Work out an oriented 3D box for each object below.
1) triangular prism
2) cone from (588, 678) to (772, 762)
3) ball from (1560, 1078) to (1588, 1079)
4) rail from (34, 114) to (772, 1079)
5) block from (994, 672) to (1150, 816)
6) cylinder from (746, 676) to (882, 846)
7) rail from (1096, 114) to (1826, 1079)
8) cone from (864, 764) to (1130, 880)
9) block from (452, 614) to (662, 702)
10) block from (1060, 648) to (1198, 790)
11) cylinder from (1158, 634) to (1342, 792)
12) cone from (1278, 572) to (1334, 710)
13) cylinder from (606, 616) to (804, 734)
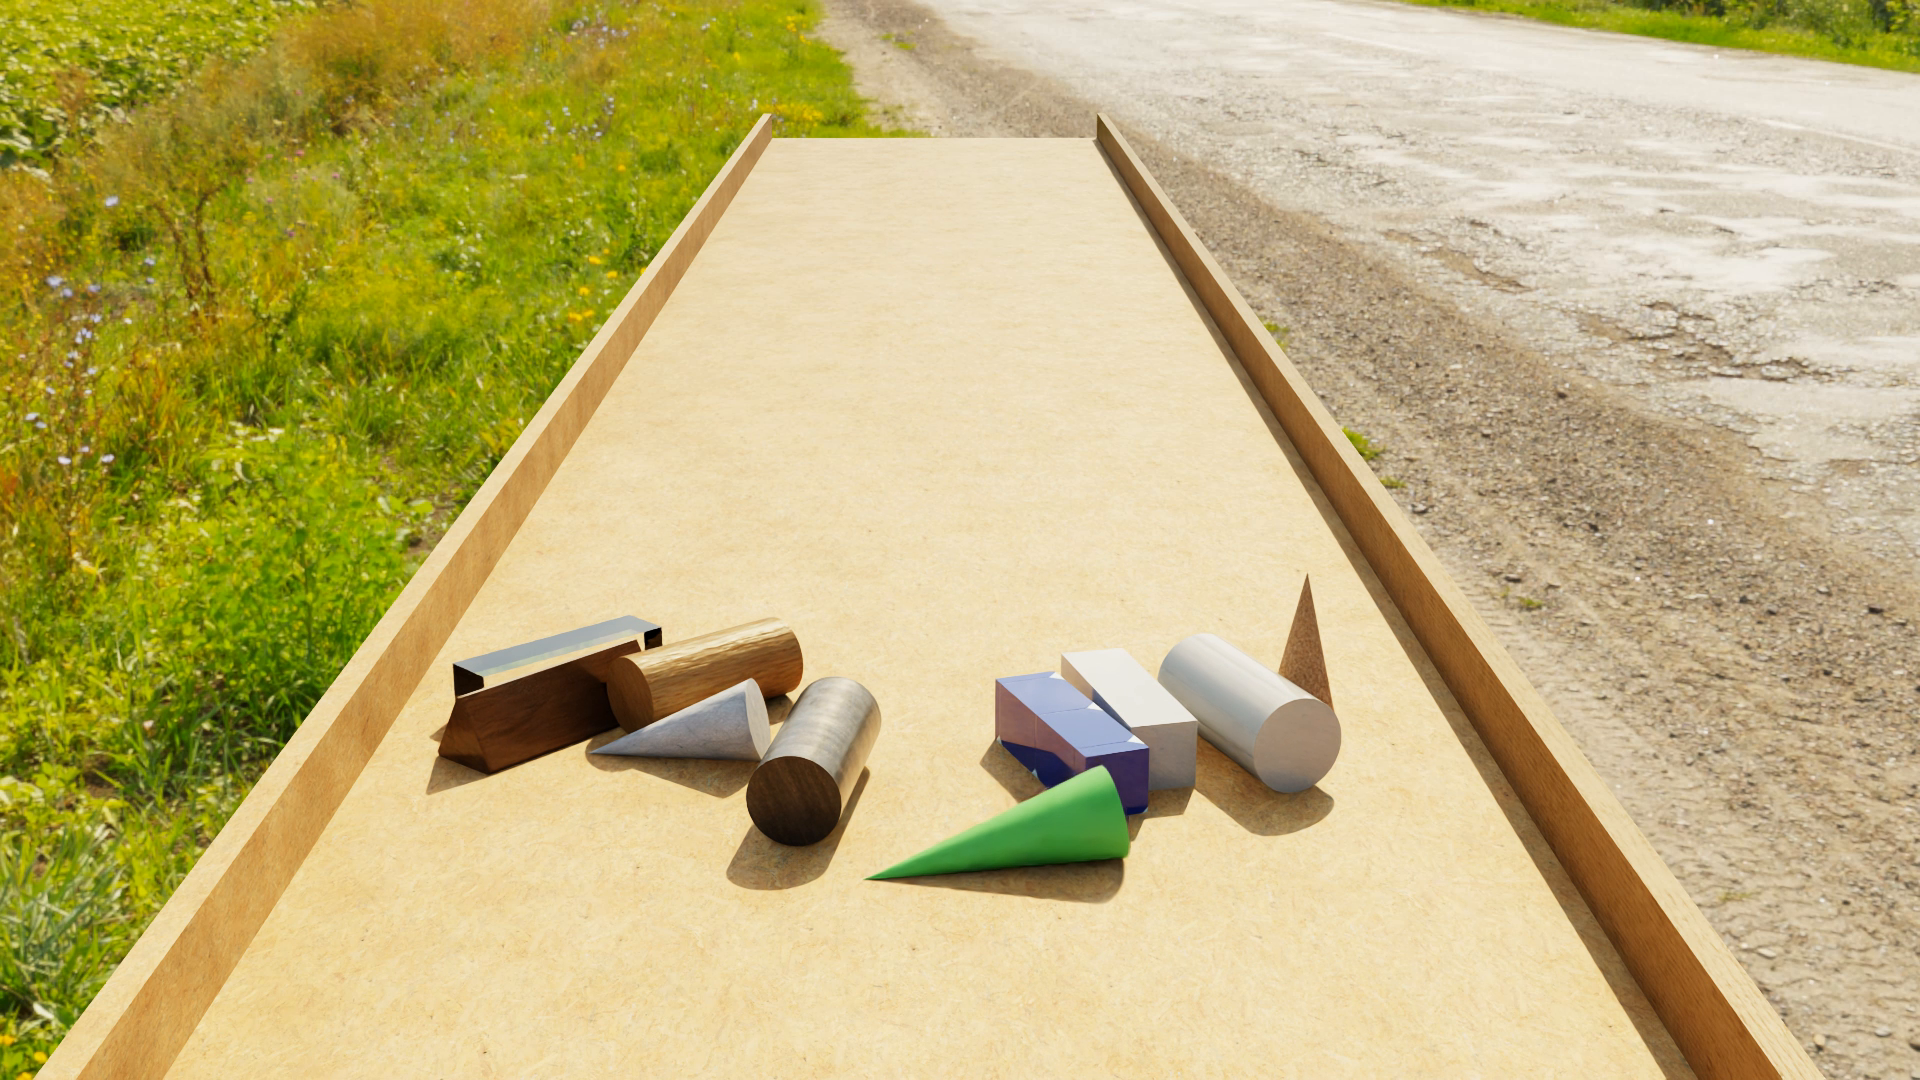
[{"bbox_3d":[-0.746,0.290,4.020,0.144,0.125,0.412,13,21,38],"label":"triangular prism"},{"bbox_3d":[-0.513,0.351,3.918,0.321,0.150,0.150,-12,15,8],"label":"cone"},{"bbox_3d":[0.628,0.718,2.206,0.346,0.346,0.346,0,17,0],"label":"ball"},{"bbox_3d":[-1.118,-0.838,7.780,0.050,0.150,12.000,0,17,-1],"label":"rail"},{"bbox_3d":[0.189,0.354,3.834,0.116,0.116,0.400,-6,18,-20],"label":"block"},{"bbox_3d":[-0.242,0.368,3.713,0.157,0.157,0.373,2,17,8],"label":"cylinder"},{"bbox_3d":[0.932,-0.844,7.801,0.050,0.150,12.000,0,17,-1],"label":"rail"},{"bbox_3d":[0.045,0.482,3.474,0.418,0.152,0.152,-14,19,-10],"label":"cone"},{"bbox_3d":[-0.762,0.250,4.203,0.405,0.105,0.105,-16,23,-42],"label":"block"},{"bbox_3d":[0.297,0.318,3.946,0.121,0.121,0.388,-4,17,-15],"label":"block"},{"bbox_3d":[0.509,0.303,3.909,0.172,0.172,0.364,-6,18,-21],"label":"cylinder"},{"bbox_3d":[0.622,0.206,3.979,0.143,0.316,0.143,0,17,0],"label":"cone"},{"bbox_3d":[-0.474,0.253,4.111,0.342,0.150,0.150,-14,22,-40],"label":"cylinder"}]
